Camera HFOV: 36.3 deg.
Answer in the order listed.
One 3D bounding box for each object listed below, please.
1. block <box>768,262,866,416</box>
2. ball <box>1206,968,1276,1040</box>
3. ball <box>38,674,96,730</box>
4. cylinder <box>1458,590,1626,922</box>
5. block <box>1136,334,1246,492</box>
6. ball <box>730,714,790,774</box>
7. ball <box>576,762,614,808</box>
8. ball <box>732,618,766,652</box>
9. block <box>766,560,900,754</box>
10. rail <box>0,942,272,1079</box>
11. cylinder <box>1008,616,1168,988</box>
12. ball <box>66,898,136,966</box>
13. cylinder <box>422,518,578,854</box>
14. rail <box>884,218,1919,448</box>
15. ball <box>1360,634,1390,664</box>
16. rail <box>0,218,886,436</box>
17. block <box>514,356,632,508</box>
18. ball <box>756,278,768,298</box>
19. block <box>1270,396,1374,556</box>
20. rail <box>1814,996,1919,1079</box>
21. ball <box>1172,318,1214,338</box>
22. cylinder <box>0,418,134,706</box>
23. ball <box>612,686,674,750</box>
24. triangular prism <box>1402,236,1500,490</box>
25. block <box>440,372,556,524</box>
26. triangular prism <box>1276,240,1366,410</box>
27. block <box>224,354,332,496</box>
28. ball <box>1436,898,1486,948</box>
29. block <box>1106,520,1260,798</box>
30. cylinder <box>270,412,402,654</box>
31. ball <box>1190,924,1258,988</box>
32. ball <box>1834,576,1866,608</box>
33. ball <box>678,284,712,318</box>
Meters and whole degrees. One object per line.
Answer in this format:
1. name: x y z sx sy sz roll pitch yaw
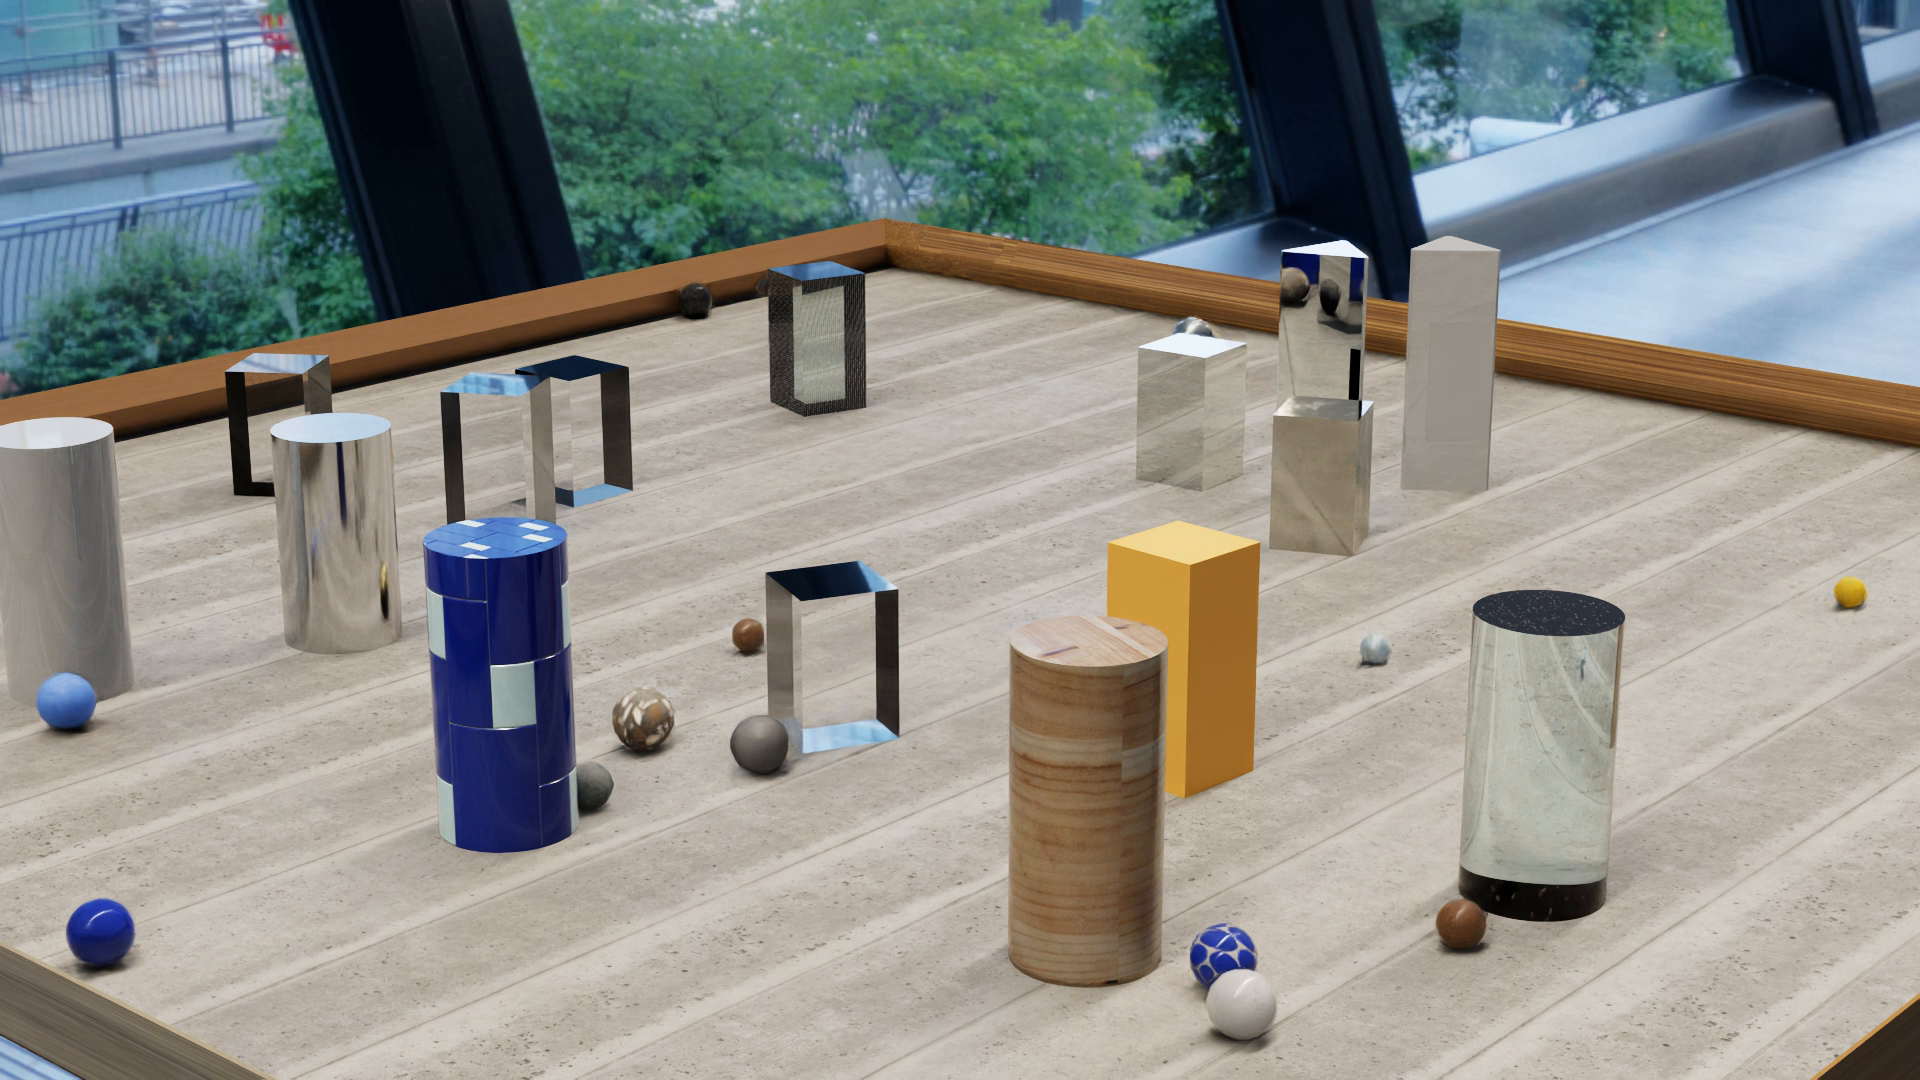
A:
1. block: -0.311 -0.440 6.387 0.155 0.299 0.155 -10 19 -30
2. ball: 0.334 0.550 3.478 0.083 0.083 0.083 0 17 0
3. ball: -1.364 0.247 4.478 0.087 0.087 0.087 0 17 0
4. cylinder: 0.760 0.281 3.841 0.194 0.391 0.194 0 17 0
5. block: 0.459 -0.255 5.825 0.155 0.270 0.155 12 21 35
6. ball: -0.294 0.299 4.306 0.086 0.086 0.086 0 17 0
7. ball: -0.527 0.349 4.177 0.066 0.066 0.066 0 17 0
8. ball: -0.349 0.156 4.832 0.056 0.056 0.056 0 17 0
9. block: -0.194 0.176 4.451 0.155 0.239 0.155 -7 18 -22
10. rail: -1.328 0.473 3.656 4.096 0.126 0.045 14 22 39
11. cylinder: 0.158 0.324 3.648 0.194 0.419 0.194 0 17 0
12. ball: -1.076 0.491 3.672 0.084 0.084 0.084 0 17 0
13. cylinder: -0.633 0.199 4.055 0.194 0.423 0.194 0 17 0
14. rail: 1.328 -0.410 6.585 4.096 0.126 0.045 14 22 39
15. ball: 0.675 0.178 4.775 0.048 0.048 0.048 0 17 0
16. rail: -1.529 -0.352 6.391 0.045 0.126 4.099 14 22 39
17. block: -0.753 -0.214 5.723 0.155 0.250 0.155 14 22 38
18. ball: -0.493 -0.646 7.495 0.053 0.053 0.053 0 17 0
19. block: 0.666 -0.120 5.403 0.155 0.254 0.155 5 18 17
20. rail: 1.529 0.415 3.850 0.045 0.126 4.099 14 22 39
21. ball: 0.542 -0.470 6.837 0.097 0.097 0.097 0 17 0
22. cylinder: -1.416 0.033 4.613 0.194 0.417 0.194 0 17 0
23. ball: -0.475 0.267 4.399 0.094 0.094 0.094 0 17 0
24. triangular prism: 0.958 -0.349 5.775 0.168 0.479 0.146 1 17 3
25. block: -0.852 -0.146 5.426 0.155 0.293 0.155 3 17 11
26. triangular prism: 0.721 -0.333 5.717 0.168 0.482 0.146 7 18 22
27. block: -1.333 -0.226 5.764 0.155 0.249 0.155 2 17 7
28. ball: 0.637 0.487 3.723 0.064 0.064 0.064 0 17 0
29. block: 0.322 0.172 4.269 0.155 0.352 0.155 16 23 42
30. cylinder: -1.032 -0.012 4.863 0.194 0.360 0.194 0 17 0
31. ball: 0.324 0.513 3.600 0.084 0.084 0.084 0 17 0
32. ball: 1.535 0.090 5.057 0.054 0.054 0.054 0 17 0
33. ball: -0.657 -0.594 7.269 0.085 0.085 0.085 0 17 0
